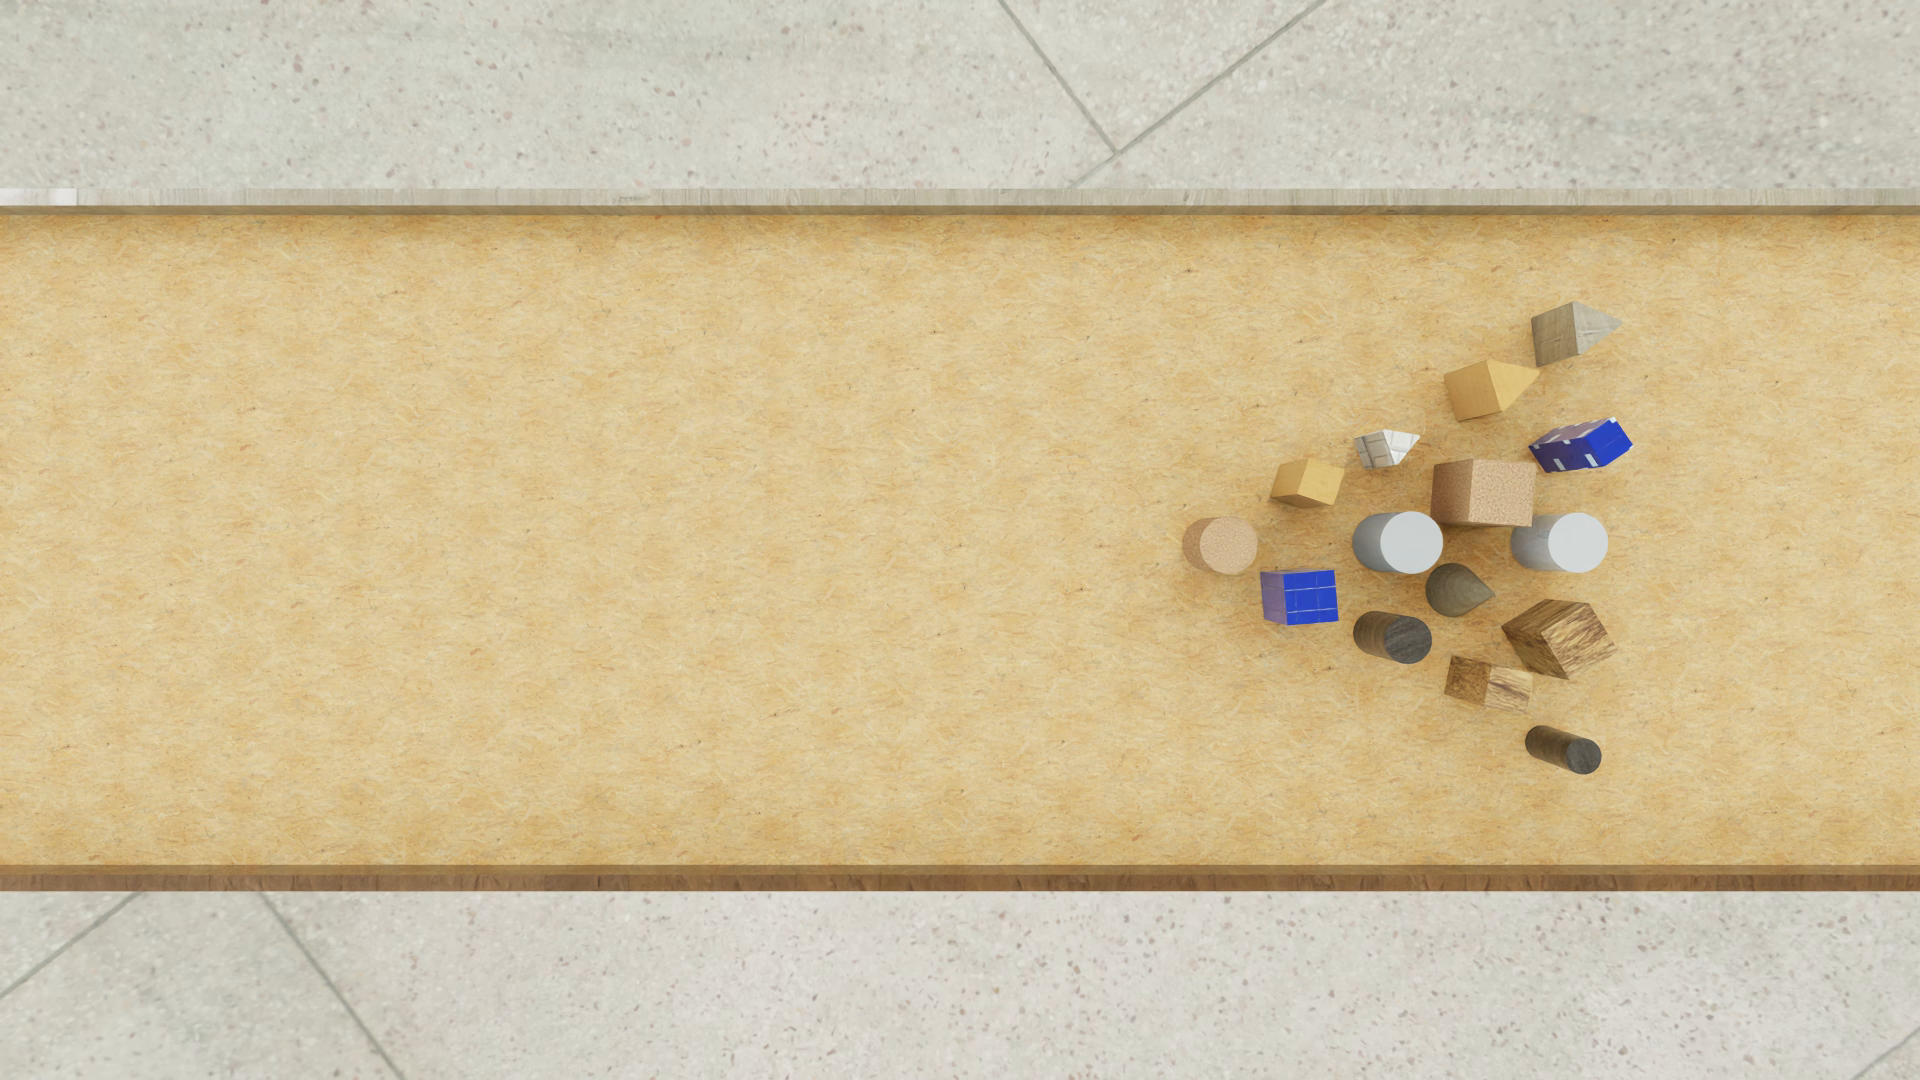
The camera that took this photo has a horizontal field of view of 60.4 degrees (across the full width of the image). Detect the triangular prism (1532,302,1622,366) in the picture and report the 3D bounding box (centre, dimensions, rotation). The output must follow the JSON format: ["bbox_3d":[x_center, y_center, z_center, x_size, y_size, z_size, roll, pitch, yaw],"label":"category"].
[{"bbox_3d":[1.800,-0.632,4.904,0.153,0.345,0.133,-36,90,0],"label":"triangular prism"}]

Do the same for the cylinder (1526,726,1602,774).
[{"bbox_3d":[1.792,0.622,4.908,0.105,0.337,0.105,0,90,0],"label":"cylinder"}]

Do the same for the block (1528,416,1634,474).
[{"bbox_3d":[1.818,-0.275,4.847,0.100,0.459,0.100,-34,90,0],"label":"block"}]

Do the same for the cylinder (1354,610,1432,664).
[{"bbox_3d":[1.278,0.286,4.891,0.137,0.372,0.137,0,90,0],"label":"cylinder"}]

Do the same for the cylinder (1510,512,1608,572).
[{"bbox_3d":[1.780,0.008,4.912,0.173,0.328,0.173,0,90,0],"label":"cylinder"}]

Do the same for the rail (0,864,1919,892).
[{"bbox_3d":[-2.247,1.025,5.001,12.000,0.150,0.050,0,90,0],"label":"rail"}]

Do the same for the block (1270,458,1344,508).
[{"bbox_3d":[1.019,-0.164,4.864,0.107,0.424,0.107,18,90,0],"label":"block"}]

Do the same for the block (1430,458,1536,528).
[{"bbox_3d":[1.541,-0.135,4.881,0.179,0.391,0.179,5,90,0],"label":"block"}]

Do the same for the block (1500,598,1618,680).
[{"bbox_3d":[1.776,0.292,4.900,0.162,0.352,0.162,-32,90,0],"label":"block"}]

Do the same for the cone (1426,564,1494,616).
[{"bbox_3d":[1.516,0.154,4.871,0.167,0.410,0.167,0,90,0],"label":"cone"}]

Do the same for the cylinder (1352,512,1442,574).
[{"bbox_3d":[1.297,0.007,4.907,0.179,0.340,0.179,0,90,0],"label":"cylinder"}]

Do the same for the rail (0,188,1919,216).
[{"bbox_3d":[-2.247,-1.025,5.002,12.000,0.150,0.050,0,90,0],"label":"rail"}]

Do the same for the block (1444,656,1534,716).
[{"bbox_3d":[1.561,0.427,4.883,0.122,0.388,0.122,12,90,0],"label":"block"}]

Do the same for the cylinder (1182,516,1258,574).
[{"bbox_3d":[0.766,0.014,4.888,0.165,0.377,0.165,0,90,0],"label":"cylinder"}]

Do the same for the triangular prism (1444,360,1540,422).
[{"bbox_3d":[1.538,-0.464,4.869,0.132,0.416,0.152,44,90,0],"label":"triangular prism"}]

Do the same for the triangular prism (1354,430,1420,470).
[{"bbox_3d":[1.247,-0.286,4.898,0.091,0.357,0.106,40,90,0],"label":"triangular prism"}]

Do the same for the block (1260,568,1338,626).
[{"bbox_3d":[1.003,0.165,4.894,0.147,0.365,0.147,-5,90,0],"label":"block"}]
